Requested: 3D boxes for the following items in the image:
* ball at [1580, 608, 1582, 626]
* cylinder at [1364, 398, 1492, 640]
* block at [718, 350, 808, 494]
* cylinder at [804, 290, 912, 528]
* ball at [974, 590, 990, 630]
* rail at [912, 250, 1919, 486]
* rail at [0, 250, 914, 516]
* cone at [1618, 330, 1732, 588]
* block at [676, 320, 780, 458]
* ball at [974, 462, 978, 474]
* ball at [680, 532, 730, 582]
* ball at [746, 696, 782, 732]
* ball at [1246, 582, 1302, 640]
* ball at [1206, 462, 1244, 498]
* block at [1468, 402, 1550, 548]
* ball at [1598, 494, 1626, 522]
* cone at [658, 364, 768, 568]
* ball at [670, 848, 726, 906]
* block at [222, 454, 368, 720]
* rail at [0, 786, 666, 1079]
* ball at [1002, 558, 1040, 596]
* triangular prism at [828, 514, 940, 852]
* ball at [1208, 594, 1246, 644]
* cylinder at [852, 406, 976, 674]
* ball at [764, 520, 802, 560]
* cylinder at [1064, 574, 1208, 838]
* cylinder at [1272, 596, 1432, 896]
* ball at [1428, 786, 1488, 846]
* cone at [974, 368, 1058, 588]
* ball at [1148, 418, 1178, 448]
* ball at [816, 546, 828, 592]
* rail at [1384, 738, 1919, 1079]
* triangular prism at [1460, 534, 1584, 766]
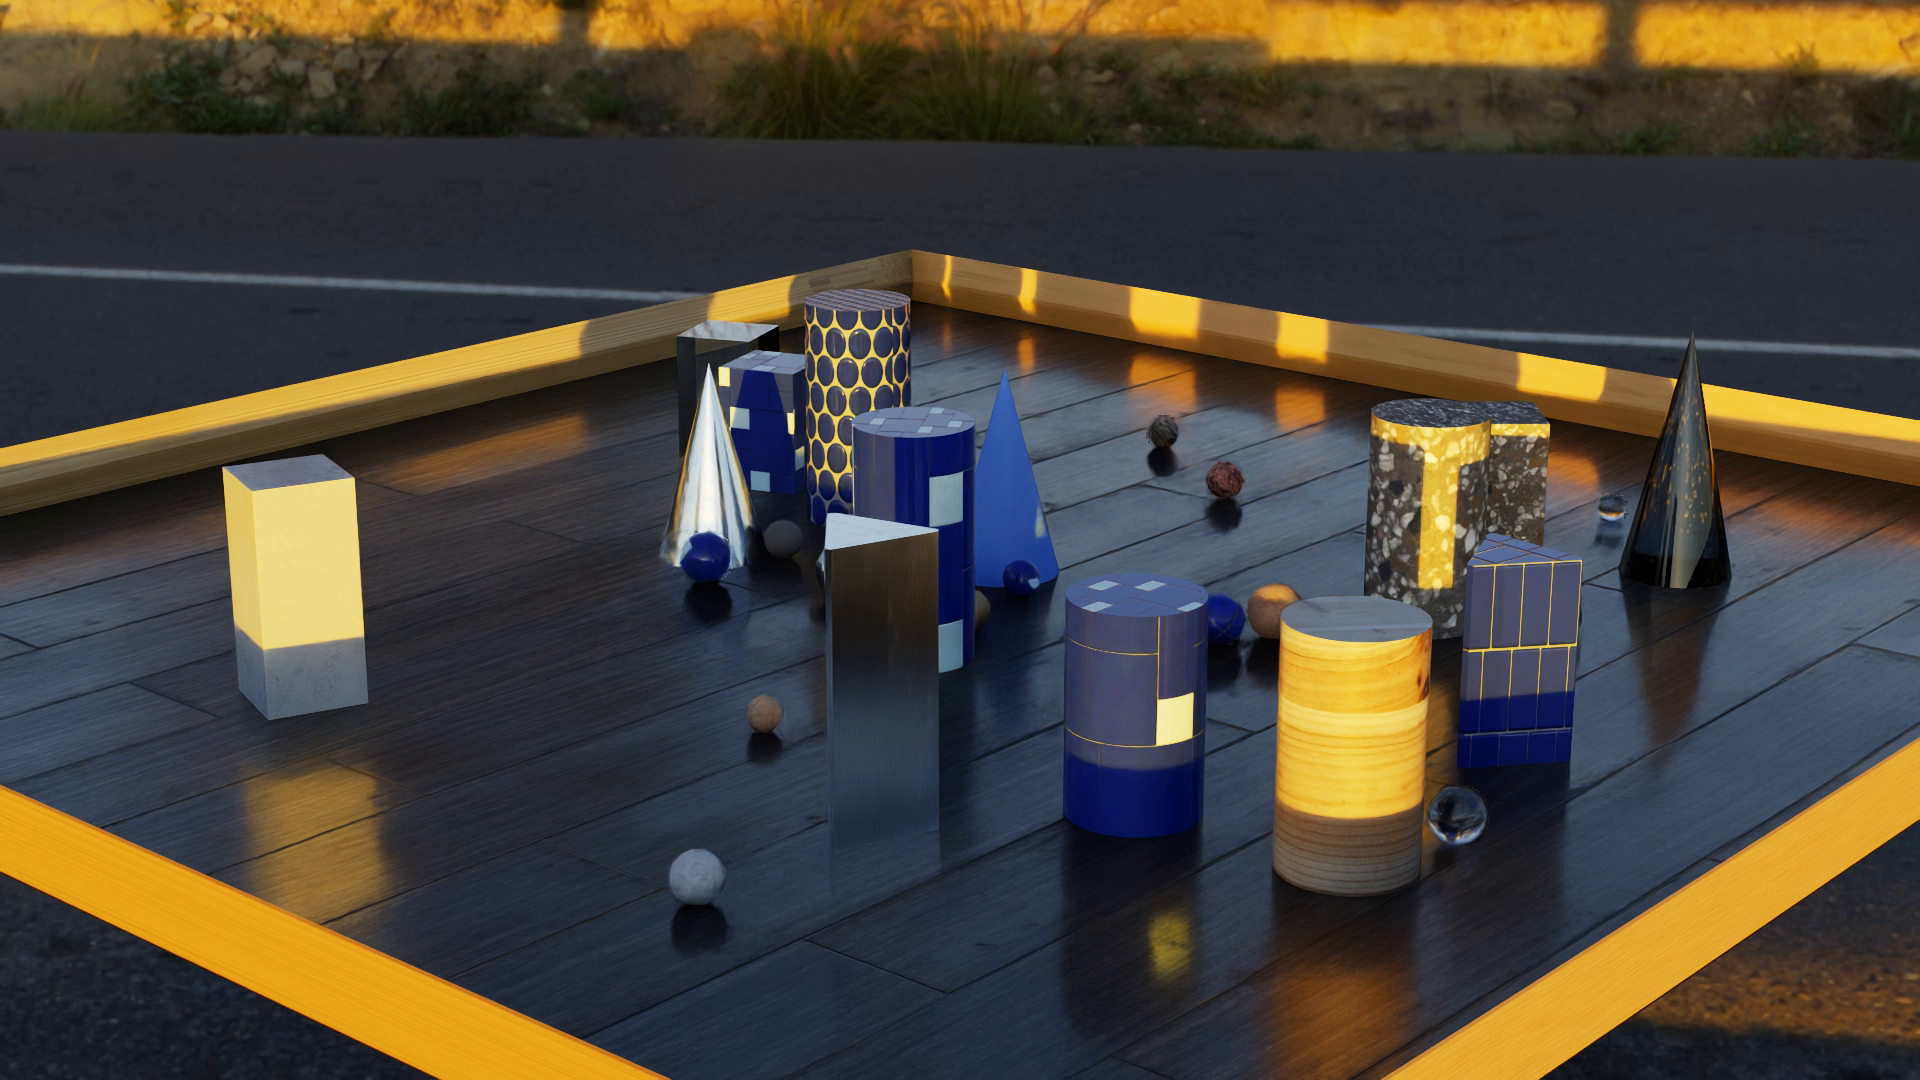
[{"bbox_3d":[0.998,0.129,4.890,0.079,0.079,0.079,0,17,0],"label":"ball"},{"bbox_3d":[0.787,-0.038,4.949,0.200,0.365,0.200,0,17,0],"label":"cylinder"},{"bbox_3d":[-0.368,-0.235,5.818,0.160,0.242,0.160,7,18,21],"label":"block"},{"bbox_3d":[-0.192,-0.248,5.553,0.200,0.420,0.200,0,17,0],"label":"cylinder"},{"bbox_3d":[0.015,0.118,4.939,0.072,0.072,0.072,0,17,0],"label":"ball"},{"bbox_3d":[1.150,-0.349,6.388,3.414,0.130,0.045,14,22,39],"label":"rail"},{"bbox_3d":[-1.271,-0.286,6.176,0.045,0.130,3.557,14,22,39],"label":"rail"},{"bbox_3d":[1.285,-0.156,5.204,0.200,0.445,0.200,0,17,0],"label":"cone"},{"bbox_3d":[-0.474,-0.305,6.026,0.160,0.256,0.160,6,18,18],"label":"block"},{"bbox_3d":[0.048,-0.105,5.643,0.094,0.094,0.094,0,17,0],"label":"ball"},{"bbox_3d":[-0.451,0.031,5.199,0.090,0.090,0.090,0,17,0],"label":"ball"},{"bbox_3d":[-0.299,0.265,4.478,0.056,0.056,0.056,0,17,0],"label":"ball"},{"bbox_3d":[0.527,0.118,4.899,0.095,0.095,0.095,0,17,0],"label":"ball"},{"bbox_3d":[0.517,-0.117,5.722,0.072,0.072,0.072,0,17,0],"label":"ball"},{"bbox_3d":[0.931,-0.070,5.140,0.160,0.316,0.160,0,17,1],"label":"block"},{"bbox_3d":[1.238,-0.061,5.570,0.052,0.052,0.052,0,17,0],"label":"ball"},{"bbox_3d":[-0.452,-0.147,5.322,0.200,0.359,0.200,0,17,0],"label":"cone"},{"bbox_3d":[-0.345,0.443,3.855,0.075,0.075,0.075,0,17,0],"label":"ball"},{"bbox_3d":[-1.038,0.071,4.582,0.160,0.367,0.160,-9,19,-28],"label":"block"},{"bbox_3d":[-1.150,0.415,3.851,3.414,0.130,0.045,14,22,39],"label":"rail"},{"bbox_3d":[0.107,0.066,5.126,0.065,0.065,0.065,0,17,0],"label":"ball"},{"bbox_3d":[-0.141,0.190,4.072,0.173,0.435,0.150,-10,19,-30],"label":"triangular prism"},{"bbox_3d":[0.431,0.131,4.873,0.085,0.085,0.085,0,17,0],"label":"ball"},{"bbox_3d":[-0.075,0.000,4.770,0.200,0.396,0.200,0,17,0],"label":"cylinder"},{"bbox_3d":[-0.323,-0.001,5.336,0.071,0.071,0.071,0,17,0],"label":"ball"},{"bbox_3d":[0.246,0.231,4.129,0.200,0.323,0.200,0,17,0],"label":"cylinder"},{"bbox_3d":[0.525,0.274,3.930,0.200,0.355,0.200,0,17,0],"label":"cylinder"},{"bbox_3d":[0.687,0.380,4.051,0.082,0.082,0.082,0,17,0],"label":"ball"},{"bbox_3d":[0.079,-0.125,5.219,0.200,0.375,0.200,0,17,0],"label":"cone"},{"bbox_3d":[0.423,-0.224,6.092,0.062,0.062,0.062,0,17,0],"label":"ball"},{"bbox_3d":[-0.203,0.052,5.113,0.099,0.099,0.099,0,17,0],"label":"ball"},{"bbox_3d":[1.271,0.351,4.063,0.045,0.130,3.557,14,22,39],"label":"rail"},{"bbox_3d":[0.812,0.161,4.380,0.173,0.313,0.150,-3,17,-9],"label":"triangular prism"}]
